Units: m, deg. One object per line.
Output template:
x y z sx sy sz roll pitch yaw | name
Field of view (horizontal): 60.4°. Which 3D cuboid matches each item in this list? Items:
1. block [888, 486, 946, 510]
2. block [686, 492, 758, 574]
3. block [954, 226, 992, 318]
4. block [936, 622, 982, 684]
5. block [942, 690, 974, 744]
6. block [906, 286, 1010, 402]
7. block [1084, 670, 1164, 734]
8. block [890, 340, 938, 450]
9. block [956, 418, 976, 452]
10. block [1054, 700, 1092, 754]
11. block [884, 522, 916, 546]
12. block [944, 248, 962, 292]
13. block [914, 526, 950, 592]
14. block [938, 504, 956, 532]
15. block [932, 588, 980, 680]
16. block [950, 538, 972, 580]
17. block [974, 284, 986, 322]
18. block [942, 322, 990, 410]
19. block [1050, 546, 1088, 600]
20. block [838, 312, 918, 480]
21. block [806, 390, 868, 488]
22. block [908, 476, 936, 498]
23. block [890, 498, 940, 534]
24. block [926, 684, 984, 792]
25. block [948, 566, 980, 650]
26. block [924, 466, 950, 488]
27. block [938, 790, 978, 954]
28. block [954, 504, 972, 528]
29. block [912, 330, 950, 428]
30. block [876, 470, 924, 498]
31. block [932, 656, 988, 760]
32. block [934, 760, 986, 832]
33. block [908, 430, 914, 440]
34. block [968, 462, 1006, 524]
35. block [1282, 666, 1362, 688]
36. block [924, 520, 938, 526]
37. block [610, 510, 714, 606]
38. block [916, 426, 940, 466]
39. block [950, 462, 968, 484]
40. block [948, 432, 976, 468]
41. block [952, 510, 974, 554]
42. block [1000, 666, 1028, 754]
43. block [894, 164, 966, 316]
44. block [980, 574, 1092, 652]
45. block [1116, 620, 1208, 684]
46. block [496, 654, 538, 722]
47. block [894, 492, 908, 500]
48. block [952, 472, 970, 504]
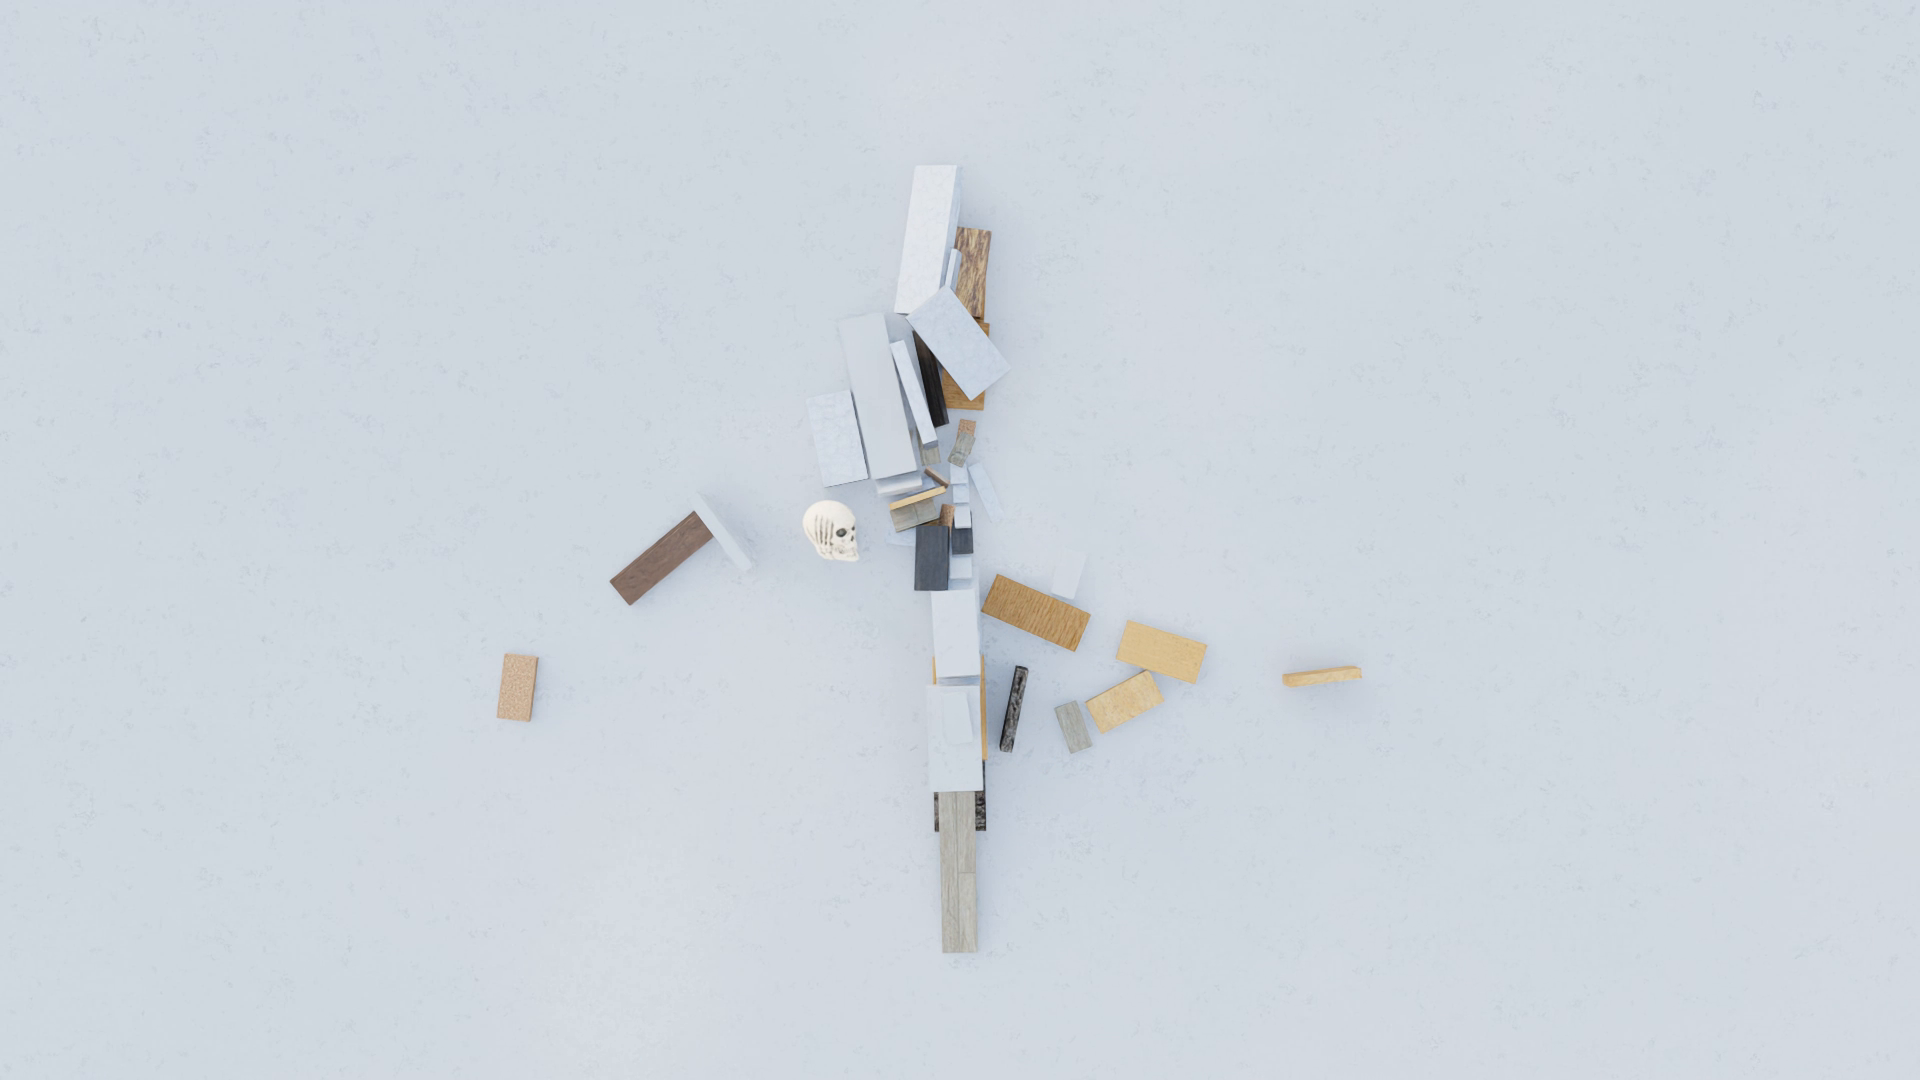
-0.140 -0.138 5.448 0.192 0.075 0.021 -18 90 0 | block
-0.780 -0.025 5.425 0.043 0.150 0.301 -37 90 0 | block
0.016 -0.883 5.439 0.143 0.041 0.286 8 90 0 | block
-0.003 0.411 5.422 0.143 0.041 0.286 1 72 1 | block
-0.008 0.572 5.303 0.081 0.023 0.161 -9 96 2 | block
-0.005 -0.641 5.371 0.171 0.048 0.342 -39 106 0 | block
0.547 0.537 5.483 0.237 0.034 0.118 -28 90 0 | block
-0.149 -0.472 5.402 0.048 0.171 0.342 -19 86 -1 | block
0.018 -0.345 5.483 0.055 0.016 0.110 10 82 3 | block
0.377 0.622 5.489 0.081 0.023 0.161 -20 90 0 | block
-0.177 -0.017 5.482 0.143 0.020 0.072 8 90 6 | block
-0.022 -0.878 5.385 0.019 0.066 0.131 11 90 15 | block
-0.093 0.061 5.434 0.108 0.030 0.215 1 84 10 | block
-0.047 -0.065 5.475 0.015 0.053 0.106 10 90 -41 | block
-0.014 0.307 5.371 0.143 0.041 0.286 -4 72 -1 | block
0.002 0.062 5.462 0.072 0.020 0.143 -1 66 0 | block
0.010 -0.768 5.480 0.143 0.041 0.286 2 90 0 | block
0.016 -0.577 5.449 0.143 0.041 0.286 4 102 0 | block
0.362 0.110 5.489 0.081 0.023 0.161 18 90 0 | block
-0.272 -0.477 5.469 0.150 0.043 0.539 -12 88 0 | block
-0.407 -0.336 5.479 0.150 0.043 0.301 -12 90 0 | block
-0.132 -0.175 5.470 0.094 0.013 0.047 -19 51 -8 | block
-0.152 -0.082 5.466 0.149 0.021 0.075 -18 76 0 | block
-0.017 0.640 5.346 0.171 0.049 0.343 -2 96 1 | block
-0.007 0.231 5.437 0.143 0.041 0.286 -1 72 0 | block
-0.076 -0.209 5.476 0.094 0.047 0.013 36 71 0 | block
-0.005 1.094 5.450 0.118 0.034 0.550 -1 97 0 | block
0.007 -0.090 5.470 0.053 0.015 0.106 -4 64 -1 | block
-0.097 -0.540 5.462 0.019 0.066 0.333 -10 87 -41 | block
-0.201 -0.186 5.466 0.149 0.075 0.021 -12 135 0 | block
0.000 0.556 5.440 0.171 0.049 0.343 -2 78 0 | block
-0.002 0.792 5.476 0.171 0.049 0.343 -1 90 0 | block
-0.189 -0.317 5.493 0.051 0.015 0.103 10 90 0 | block
0.089 -0.158 5.493 0.051 0.015 0.204 -23 90 0 | block
1.193 0.450 5.441 0.237 0.118 0.034 -7 90 0 | block
-0.102 -0.025 5.493 0.047 0.013 0.098 8 90 0 | block
-0.985 0.057 5.485 0.378 0.030 0.108 -40 90 0 | block
-0.106 -0.316 5.491 0.066 0.019 0.131 -9 90 0 | block
-0.005 -0.239 5.480 0.055 0.016 0.110 -2 77 0 | block
0.005 -0.299 5.462 0.055 0.016 0.110 25 83 5 | block
0.006 -0.024 5.469 0.072 0.020 0.143 -3 72 0 | block
0.177 0.556 5.431 0.039 0.137 0.275 12 90 0 | block
-0.100 -0.984 5.430 0.171 0.048 0.492 8 90 36 | block
0.252 0.242 5.481 0.339 0.039 0.137 23 90 0 | block
0.669 0.372 5.481 0.275 0.039 0.137 17 90 0 | block
-1.471 0.490 5.485 0.108 0.030 0.215 7 90 0 | block
-0.164 -0.152 5.493 0.103 0.015 0.051 10 90 0 | block
0.003 -0.174 5.481 0.053 0.015 0.106 -2 77 0 | block
